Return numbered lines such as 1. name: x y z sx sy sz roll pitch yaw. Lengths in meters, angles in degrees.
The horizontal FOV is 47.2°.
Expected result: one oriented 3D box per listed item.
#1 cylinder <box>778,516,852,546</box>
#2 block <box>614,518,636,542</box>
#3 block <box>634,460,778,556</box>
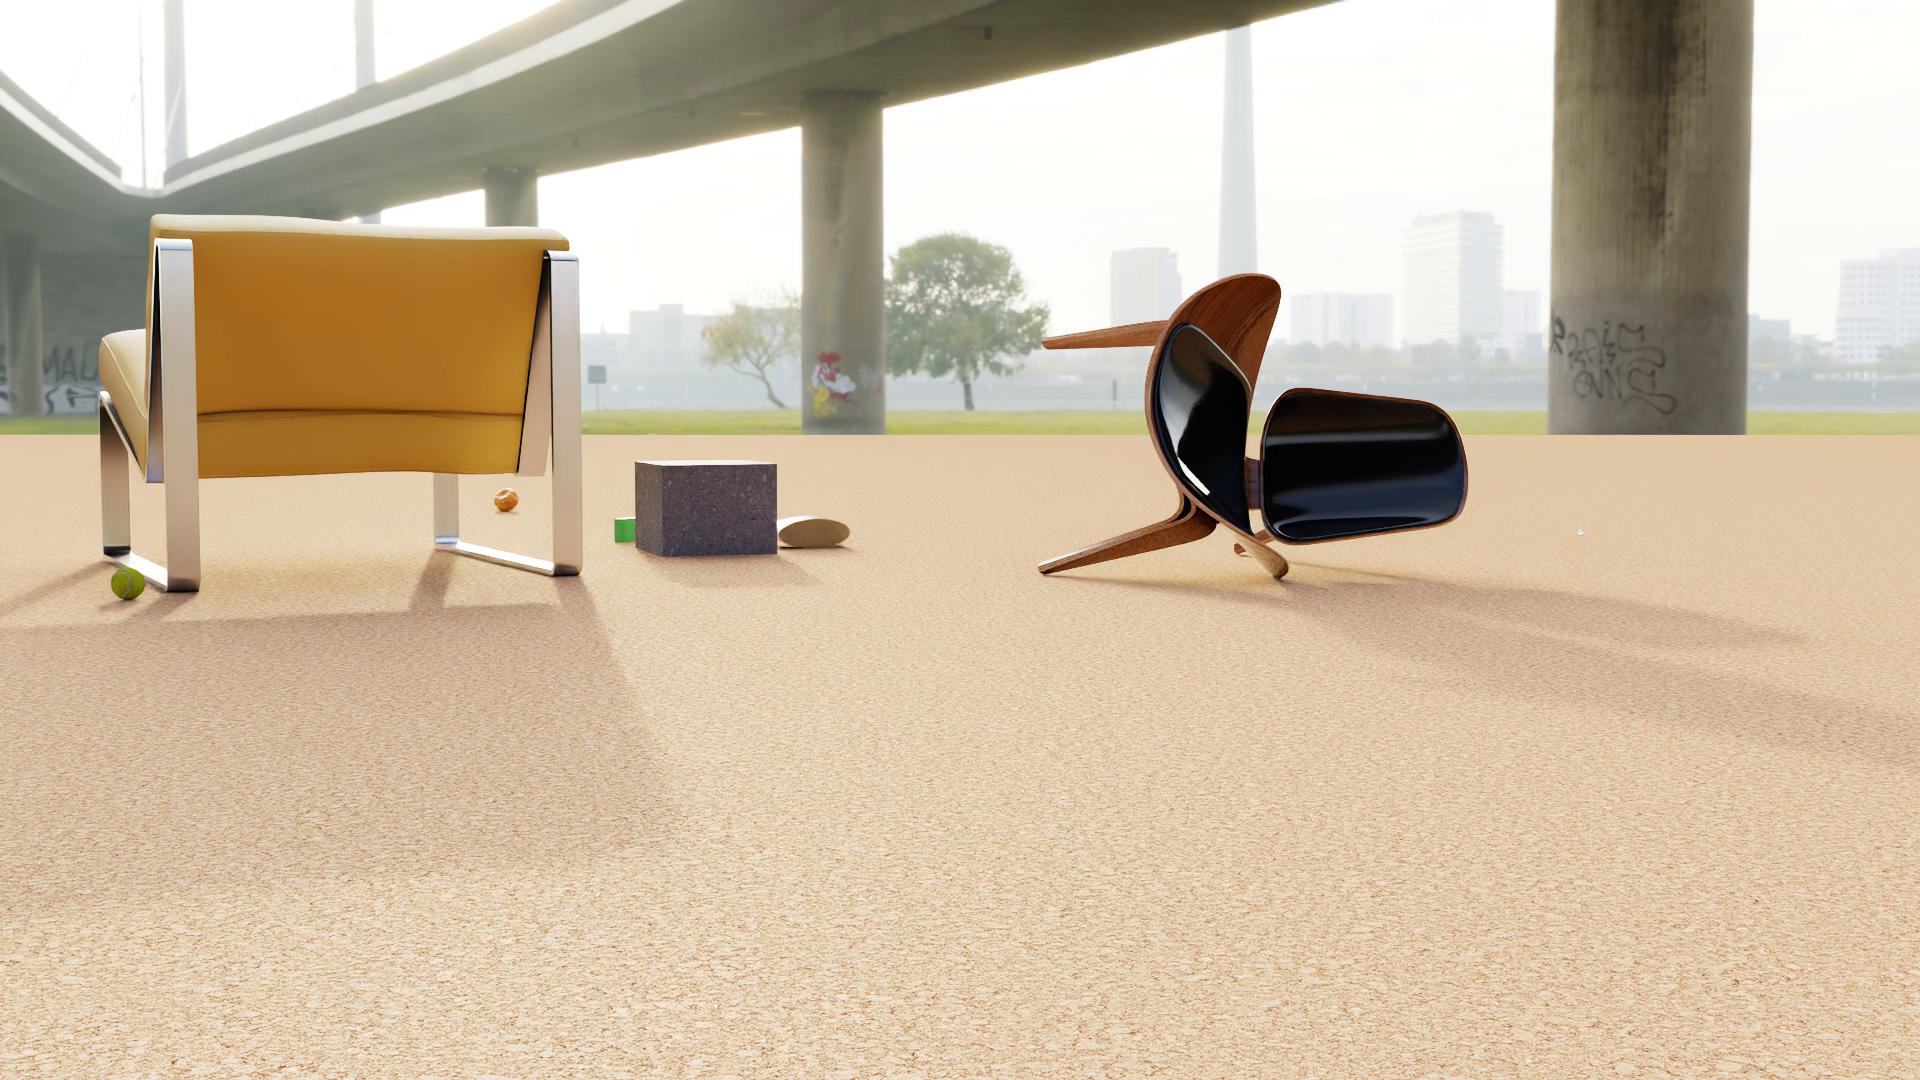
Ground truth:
1. cylinder: -0.429 -0.024 6.281 0.208 0.083 0.147 -5 -2 -17
2. block: -0.980 -0.030 6.489 0.039 0.068 0.077 2 5 30
3. block: -0.708 -0.092 6.101 0.318 0.245 0.347 -1 4 -20
